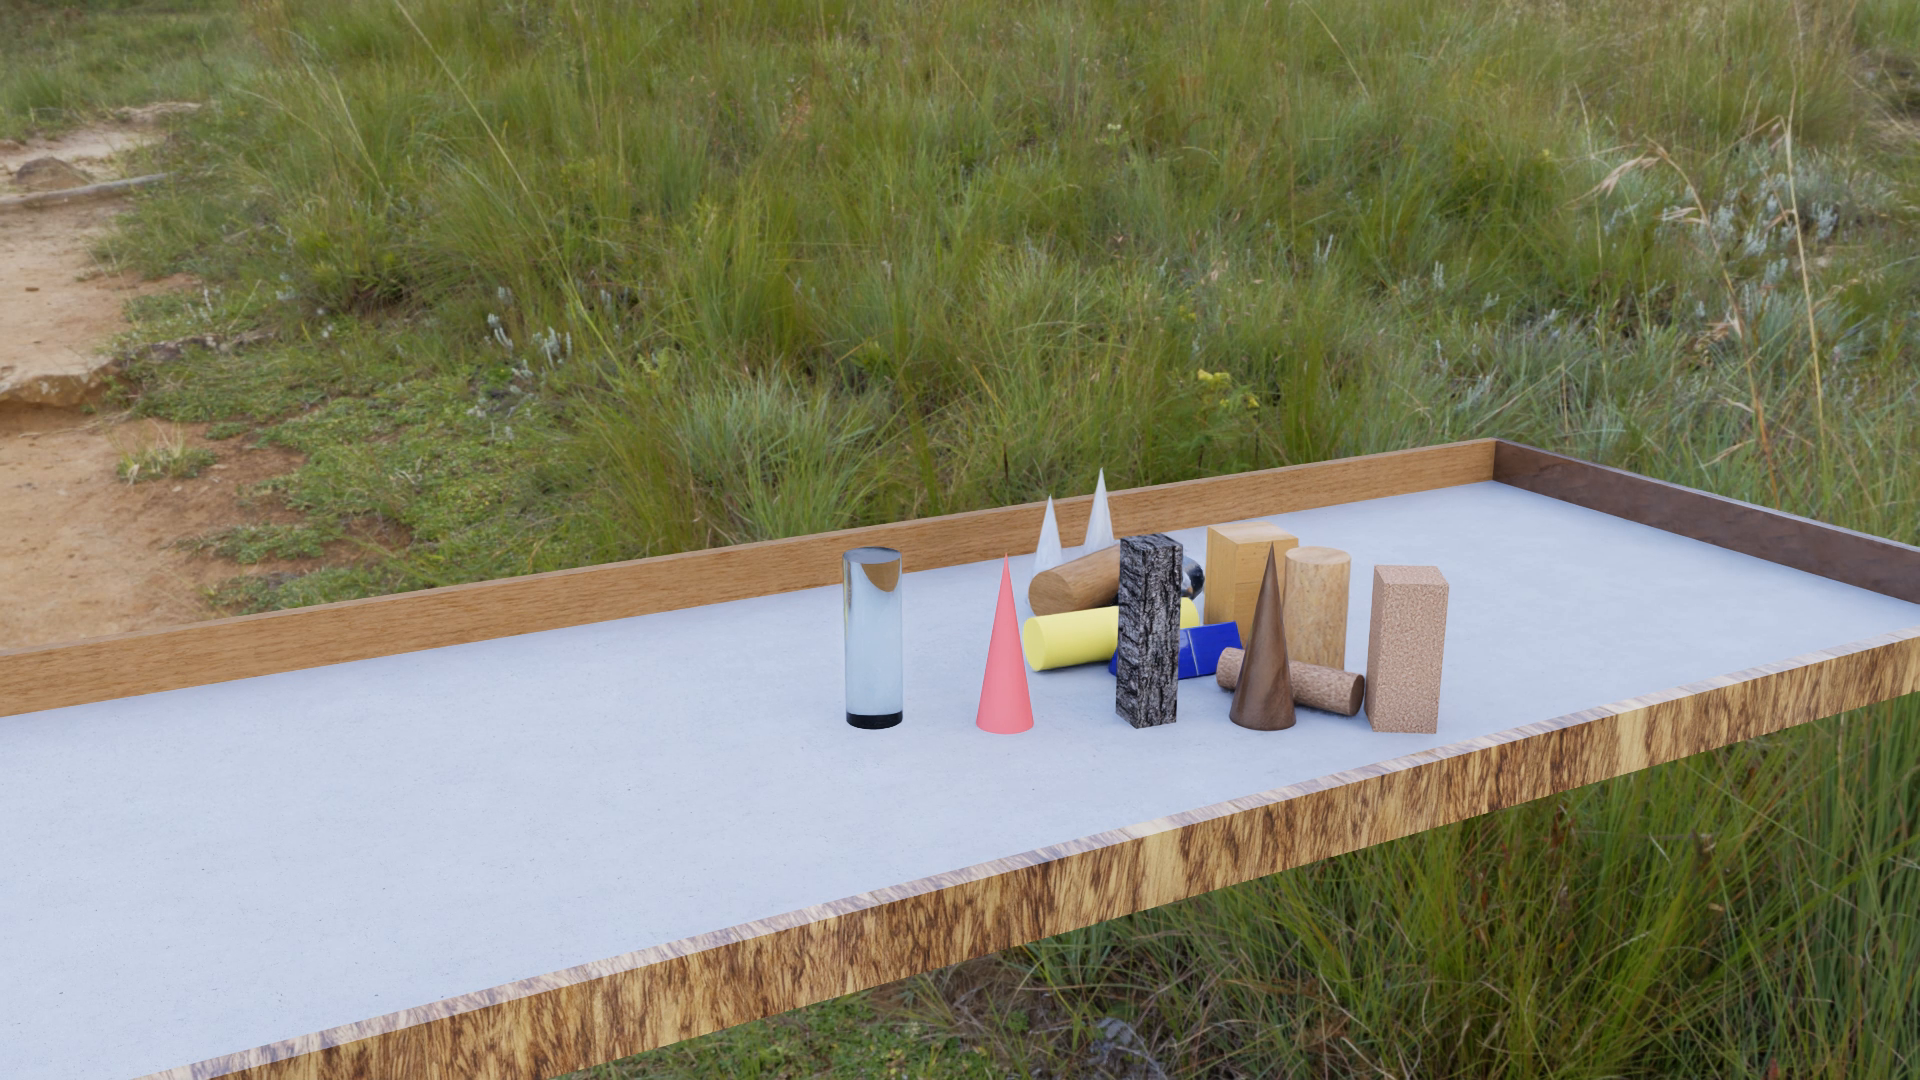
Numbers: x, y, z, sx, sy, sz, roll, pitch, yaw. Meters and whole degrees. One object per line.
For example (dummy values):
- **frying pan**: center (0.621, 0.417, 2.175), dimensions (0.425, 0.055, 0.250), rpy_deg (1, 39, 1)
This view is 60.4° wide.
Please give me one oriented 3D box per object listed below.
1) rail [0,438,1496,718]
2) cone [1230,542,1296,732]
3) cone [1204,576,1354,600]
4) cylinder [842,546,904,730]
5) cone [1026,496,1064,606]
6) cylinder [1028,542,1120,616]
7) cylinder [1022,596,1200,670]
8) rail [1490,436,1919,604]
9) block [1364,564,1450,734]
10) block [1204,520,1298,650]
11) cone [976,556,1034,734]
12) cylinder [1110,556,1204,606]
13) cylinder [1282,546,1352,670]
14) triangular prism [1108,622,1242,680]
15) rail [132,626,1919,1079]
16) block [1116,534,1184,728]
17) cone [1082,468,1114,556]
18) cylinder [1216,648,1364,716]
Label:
- **rail**: center (-3.305, 0.497, 3.399), dimensions (12.000, 0.150, 0.050), rpy_deg (-9, 18, -27)
- **cone**: center (0.718, 0.211, 3.852), dimensions (0.158, 0.443, 0.158), rpy_deg (0, 16, 0)
- **cone**: center (0.938, 0.147, 4.701), dimensions (0.454, 0.175, 0.175), rpy_deg (6, 14, -21)
- **cylinder**: center (-0.203, 0.229, 3.857), dimensions (0.136, 0.405, 0.136), rpy_deg (0, 16, 0)
- **cone**: center (0.255, 0.023, 4.702), dimensions (0.137, 0.324, 0.137), rpy_deg (0, 16, 0)
- **cylinder**: center (0.389, 0.116, 4.680), dimensions (0.158, 0.158, 0.430), rpy_deg (13, 21, 38)
- **cylinder**: center (0.395, 0.242, 4.288), dimensions (0.446, 0.137, 0.137), rpy_deg (-7, 18, -21)
- **rail**: center (2.466, -0.048, 5.253), dimensions (0.050, 0.150, 2.100), rpy_deg (-9, 18, -27)
- **block**: center (1.039, 0.254, 3.847), dimensions (0.144, 0.363, 0.144), rpy_deg (1, 16, 4)
- **block**: center (0.764, 0.131, 4.351), dimensions (0.174, 0.315, 0.174), rpy_deg (-5, 17, -16)
- **cone**: center (0.106, 0.229, 3.829), dimensions (0.137, 0.421, 0.137), rpy_deg (0, 16, 0)
- **cylinder**: center (0.553, 0.154, 4.593), dimensions (0.135, 0.135, 0.359), rpy_deg (9, 19, 28)
- **cylinder**: center (0.876, 0.199, 4.076), dimensions (0.157, 0.338, 0.157), rpy_deg (0, 16, 0)
- **triangular prism**: center (0.557, 0.279, 4.202), dimensions (0.333, 0.108, 0.125), rpy_deg (-7, 18, -22)
- **rail**: center (-2.336, 1.006, 1.665), dimensions (12.000, 0.150, 0.050), rpy_deg (-9, 18, -27)
- **block**: center (0.441, 0.212, 3.857), dimensions (0.106, 0.437, 0.106), rpy_deg (-7, 18, -21)
- **cone**: center (0.414, -0.047, 4.876), dimensions (0.134, 0.360, 0.134), rpy_deg (0, 16, 0)
- **cylinder**: center (0.801, 0.343, 4.008), dimensions (0.342, 0.102, 0.102), rpy_deg (11, 19, 32)
